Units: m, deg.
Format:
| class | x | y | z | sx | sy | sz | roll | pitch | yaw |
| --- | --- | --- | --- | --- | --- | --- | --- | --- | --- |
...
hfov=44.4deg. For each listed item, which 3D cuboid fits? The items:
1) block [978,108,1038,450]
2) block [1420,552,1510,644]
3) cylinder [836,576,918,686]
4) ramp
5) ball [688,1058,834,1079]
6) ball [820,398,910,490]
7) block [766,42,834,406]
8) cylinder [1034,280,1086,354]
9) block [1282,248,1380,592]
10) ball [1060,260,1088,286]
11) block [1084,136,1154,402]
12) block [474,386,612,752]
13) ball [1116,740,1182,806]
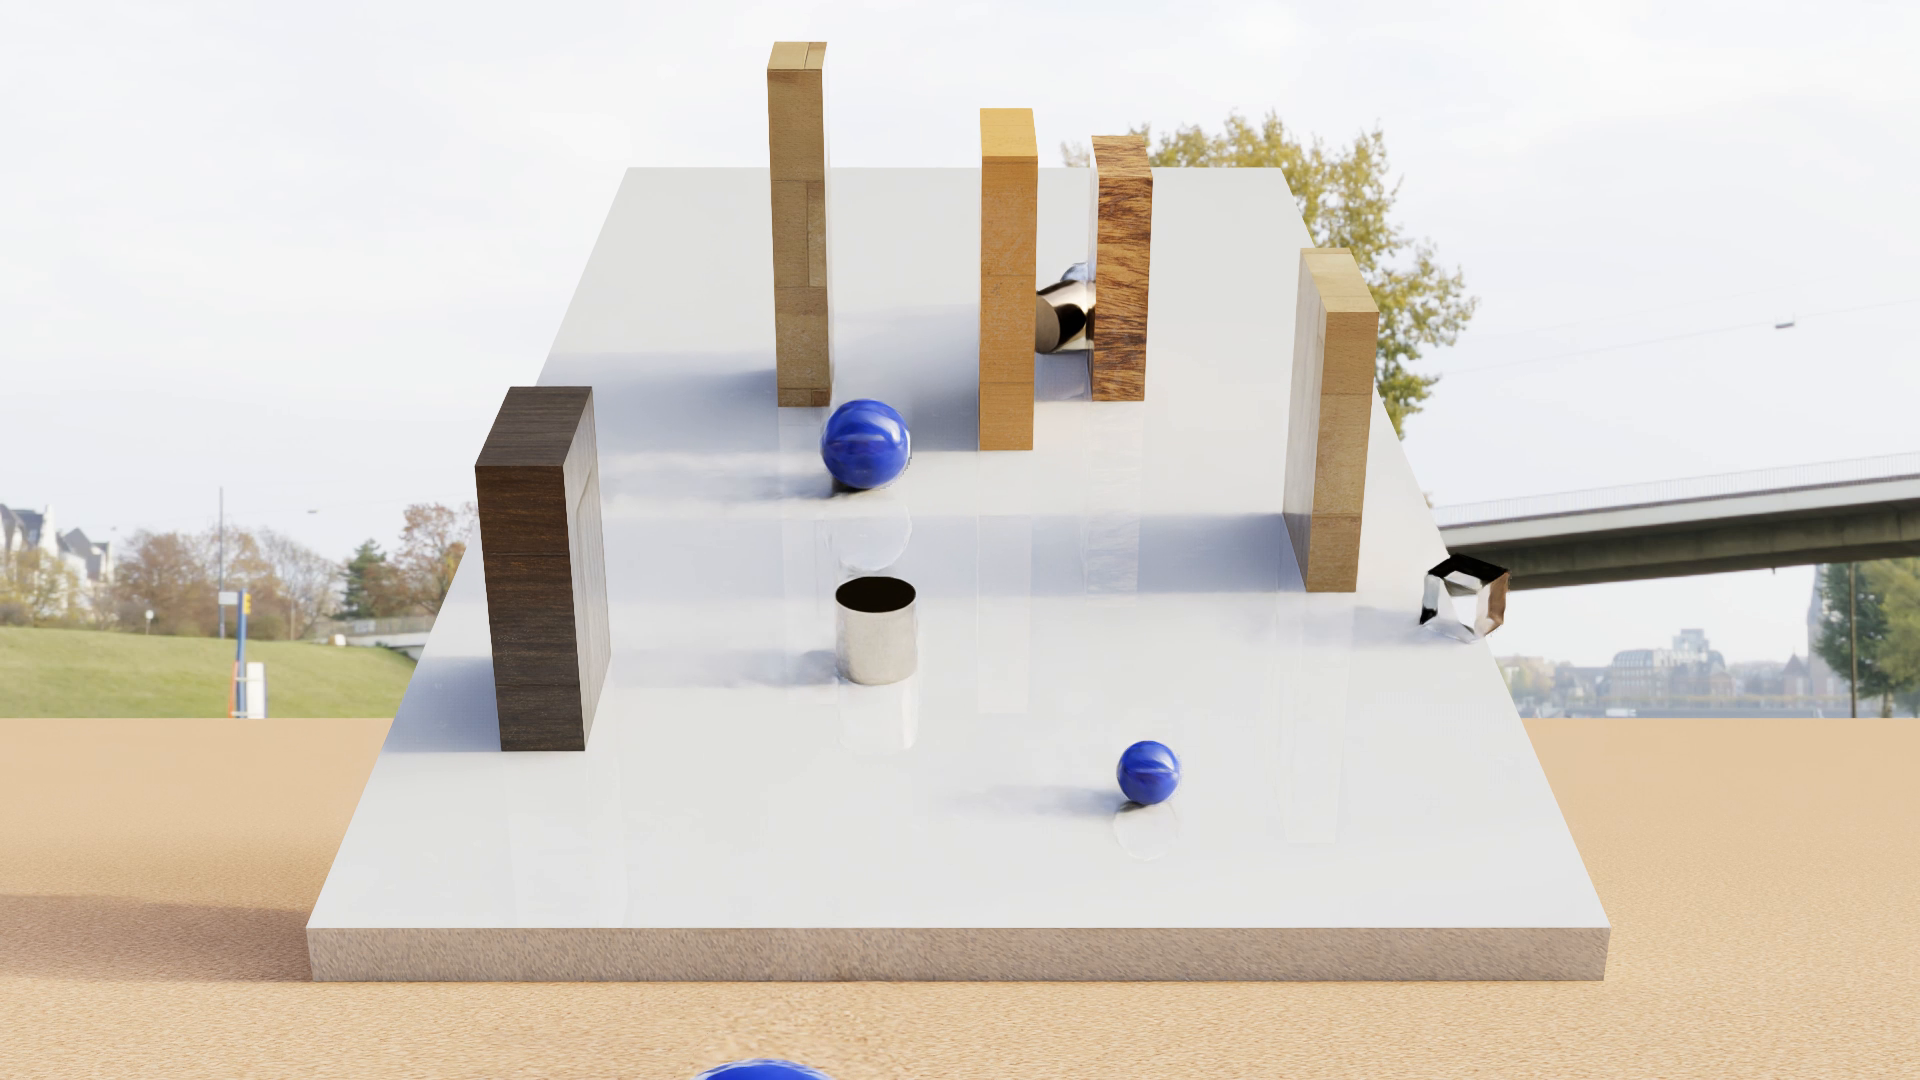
| class | x | y | z | sx | sy | sz | roll | pitch | yaw |
| --- | --- | --- | --- | --- | --- | --- | --- | --- | --- |
| block | 0.104 | -0.587 | 5.275 | 0.119 | 0.676 | 0.377 | 0 | 26 | 0 |
| block | 0.961 | 0.111 | 4.478 | 0.114 | 0.114 | 0.114 | 21 | 33 | 37 |
| cylinder | -0.153 | 0.166 | 4.318 | 0.149 | 0.149 | 0.149 | 0 | 26 | 0 |
| ramp | -0.009 | -0.229 | 5.426 | 2.000 | 0.100 | 4.000 | 0 | 26 | 0 |
| ball | -0.134 | 0.440 | 1.569 | 0.184 | 0.184 | 0.184 | 0 | -4 | 0 |
| ball | -0.203 | -0.206 | 5.036 | 0.195 | 0.195 | 0.195 | 0 | -4 | 0 |
| block | -0.363 | -0.723 | 5.416 | 0.121 | 0.797 | 0.249 | 0 | 26 | 0 |
| cylinder | 0.235 | -0.553 | 5.813 | 0.150 | 0.150 | 0.150 | -4 | 17 | 44 |
| block | 0.730 | -0.242 | 4.668 | 0.098 | 0.584 | 0.371 | 0 | 26 | 0 |
| ball | 0.330 | -0.620 | 5.925 | 0.173 | 0.173 | 0.173 | 0 | -4 | 0 |
| block | 0.371 | -0.643 | 5.549 | 0.122 | 0.542 | 0.342 | 0 | 26 | 0 |
| block | -0.722 | 0.047 | 4.111 | 0.145 | 0.540 | 0.347 | 0 | 26 | 0 |
| ball | 0.313 | 0.387 | 3.910 | 0.108 | 0.108 | 0.108 | 0 | -4 | 0 |
